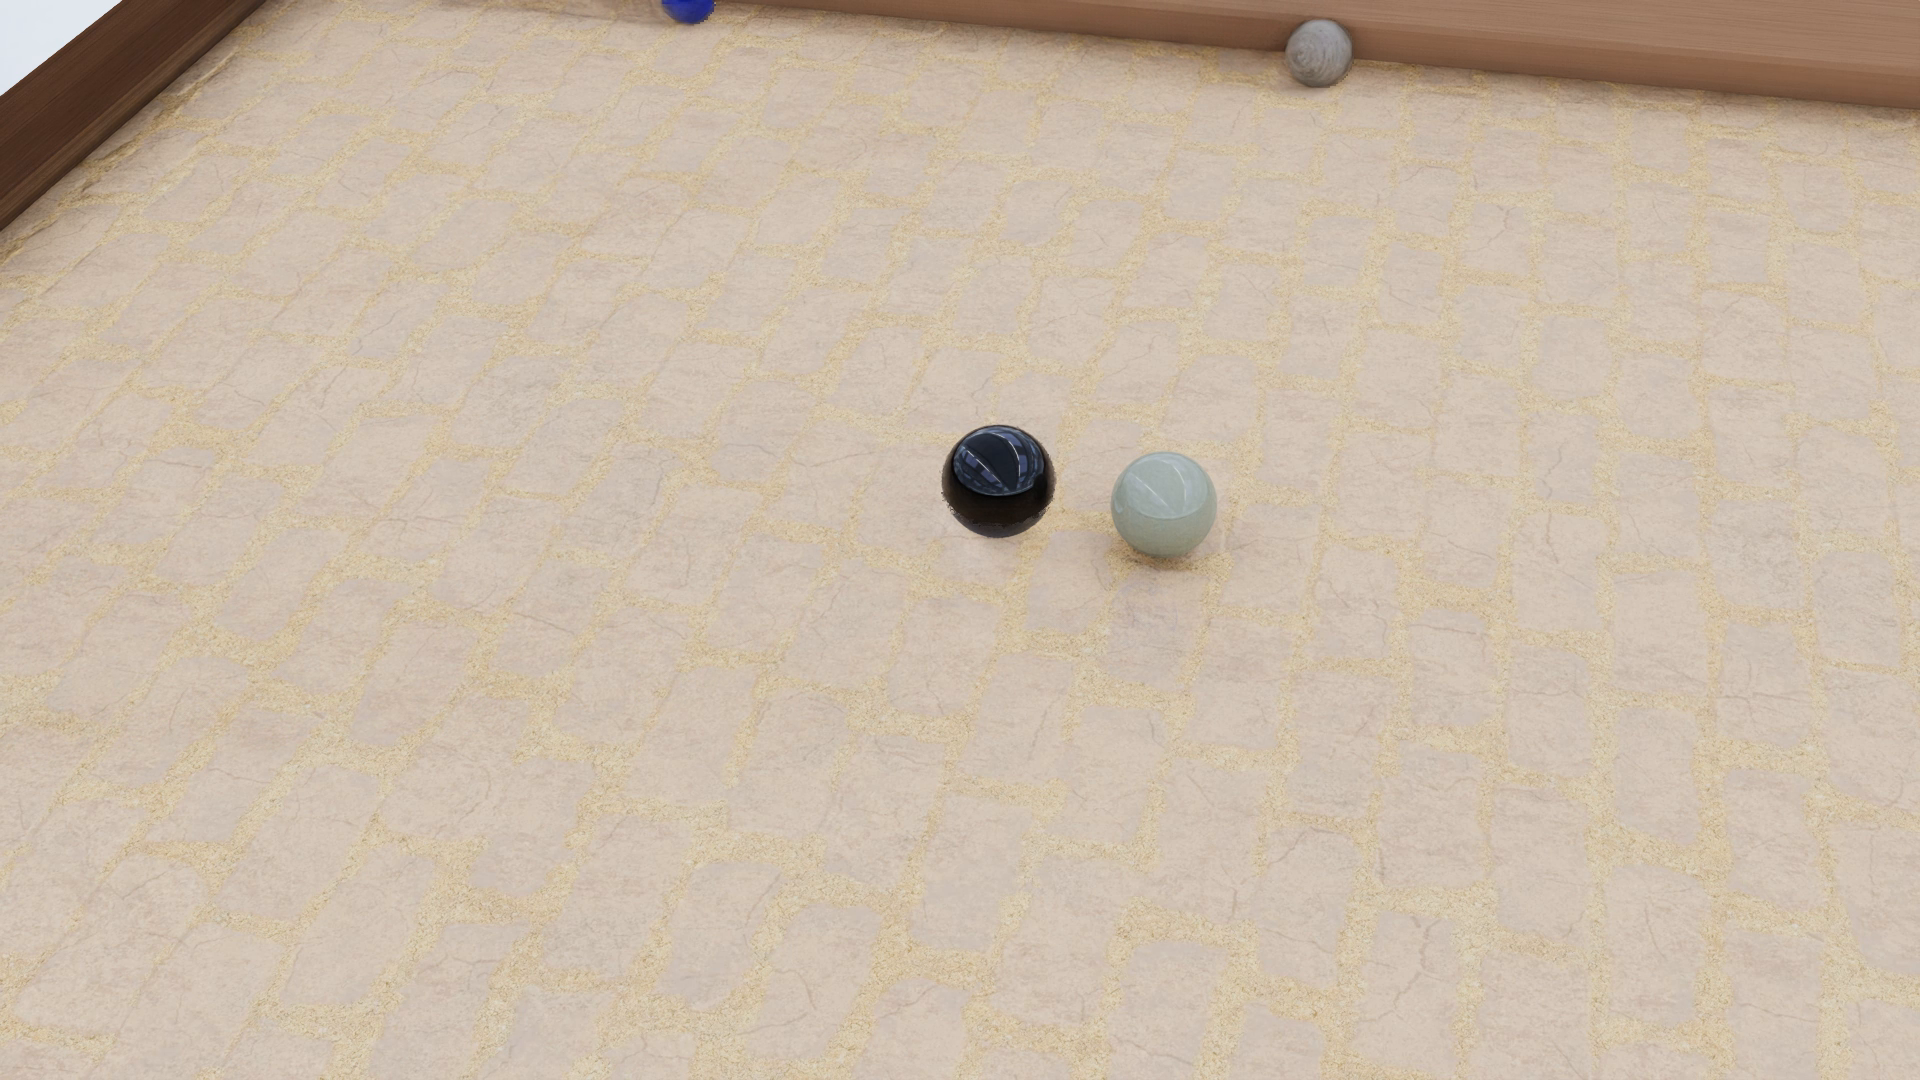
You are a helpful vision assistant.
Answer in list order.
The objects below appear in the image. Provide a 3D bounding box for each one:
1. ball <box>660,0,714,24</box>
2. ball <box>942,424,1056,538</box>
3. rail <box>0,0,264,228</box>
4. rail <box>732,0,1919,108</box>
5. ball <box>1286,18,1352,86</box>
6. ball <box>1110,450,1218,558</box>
[{"bbox_3d":[-0.293,-0.585,2.757,0.057,0.057,0.057,0,34,0],"label":"ball"},{"bbox_3d":[0.029,-0.045,1.942,0.086,0.086,0.086,0,34,0],"label":"ball"},{"bbox_3d":[-0.942,-0.139,2.055,0.045,0.113,2.033,7,35,11],"label":"rail"},{"bbox_3d":[1.186,-0.441,2.495,3.961,0.113,0.045,7,35,11],"label":"rail"},{"bbox_3d":[0.367,-0.498,2.621,0.068,0.068,0.068,0,34,0],"label":"ball"},{"bbox_3d":[0.153,-0.027,1.921,0.080,0.080,0.080,0,34,0],"label":"ball"}]
